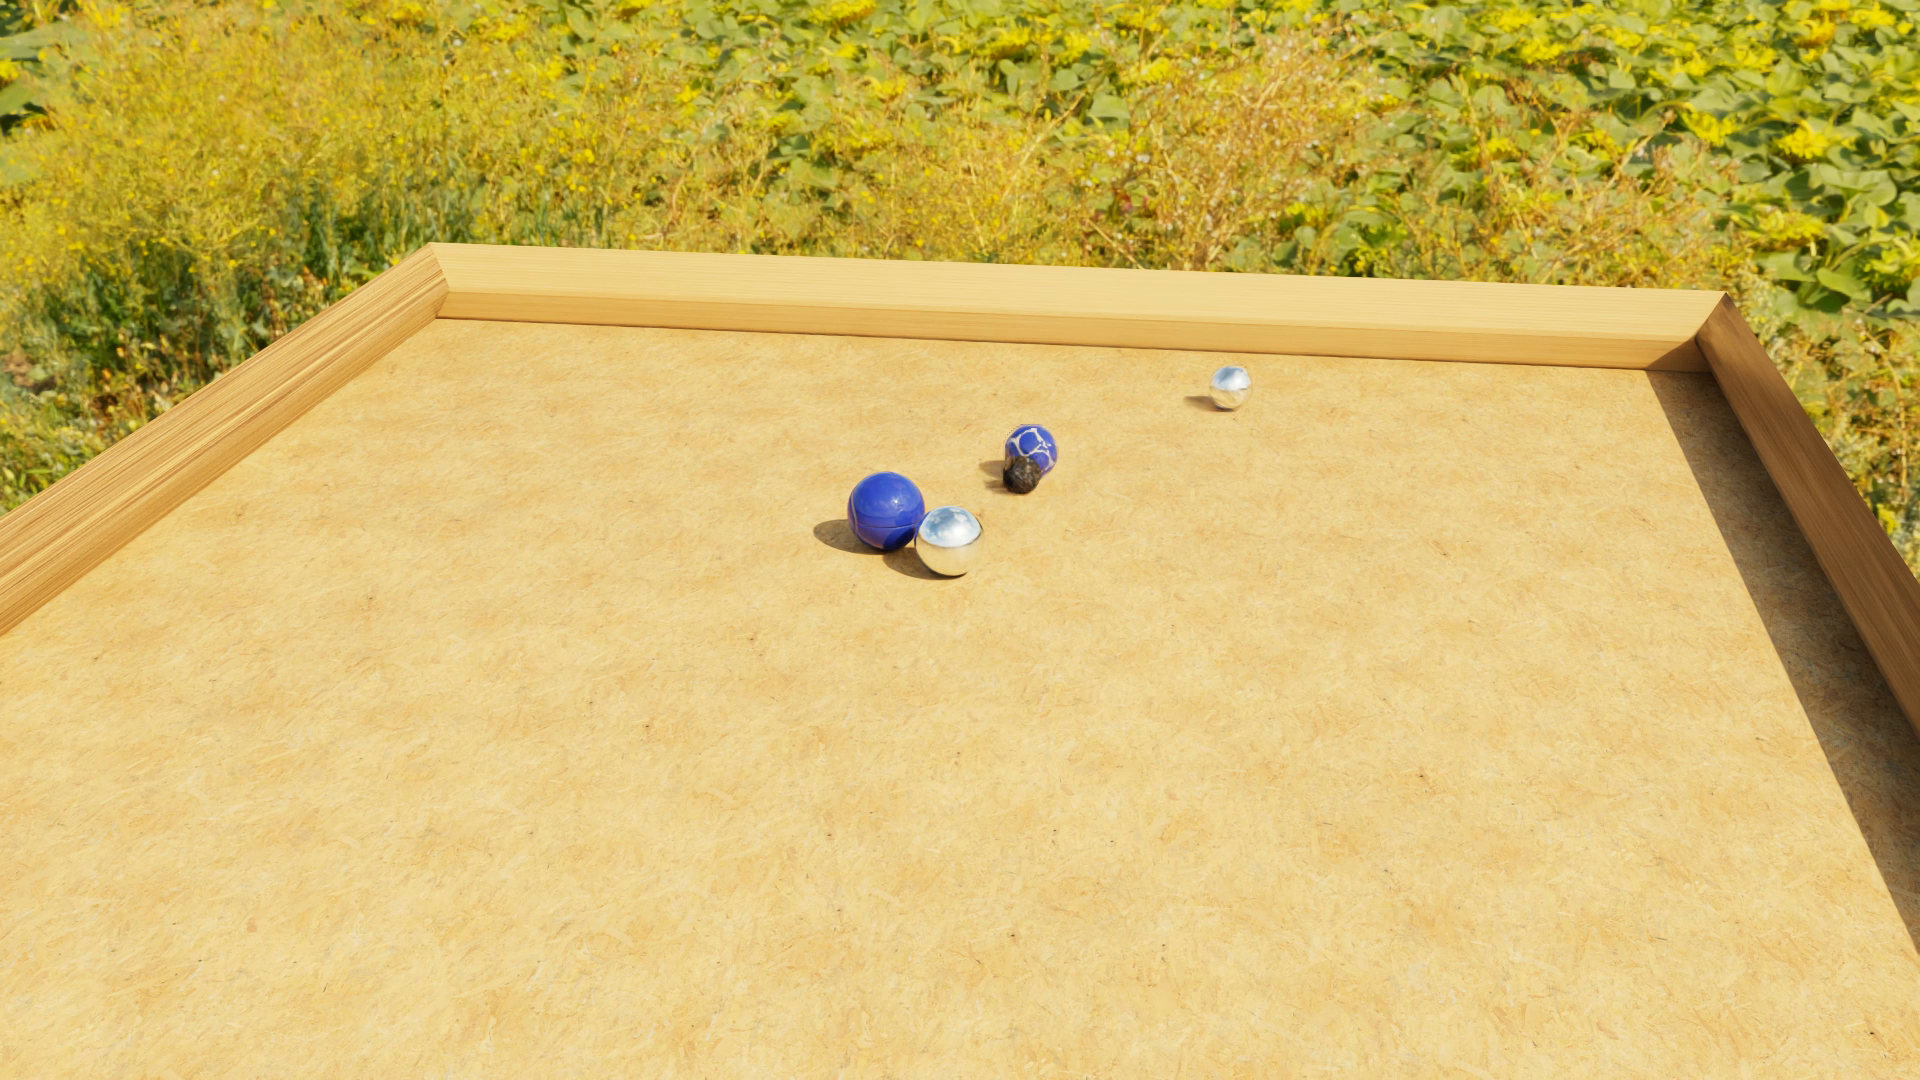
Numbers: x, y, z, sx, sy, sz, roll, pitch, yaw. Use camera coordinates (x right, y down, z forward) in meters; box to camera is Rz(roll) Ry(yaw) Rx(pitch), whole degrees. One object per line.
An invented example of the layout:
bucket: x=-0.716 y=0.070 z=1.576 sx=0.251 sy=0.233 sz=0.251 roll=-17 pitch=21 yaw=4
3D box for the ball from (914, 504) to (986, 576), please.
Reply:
ball: x=-0.012 y=0.001 z=2.490 sx=0.081 sy=0.081 sz=0.081 roll=0 pitch=22 yaw=0

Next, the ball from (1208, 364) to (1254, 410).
ball: x=0.376 y=-0.212 z=3.053 sx=0.063 sy=0.063 sz=0.063 roll=0 pitch=22 yaw=0

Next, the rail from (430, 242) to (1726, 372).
rail: x=0.134 y=-0.349 z=3.320 sx=1.968 sy=0.120 sz=0.045 roll=3 pitch=22 yaw=8

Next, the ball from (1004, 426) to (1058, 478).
ball: x=0.091 y=-0.111 z=2.791 sx=0.069 sy=0.069 sz=0.069 roll=0 pitch=22 yaw=0

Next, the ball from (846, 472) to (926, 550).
ball: x=-0.086 y=-0.034 z=2.562 sx=0.093 sy=0.093 sz=0.093 roll=0 pitch=22 yaw=0

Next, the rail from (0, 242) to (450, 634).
rail: x=-1.088 y=0.259 z=1.779 sx=0.045 sy=0.120 sz=3.689 roll=3 pitch=22 yaw=8

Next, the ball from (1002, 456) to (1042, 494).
ball: x=0.077 y=-0.081 z=2.742 sx=0.048 sy=0.048 sz=0.048 roll=0 pitch=22 yaw=0

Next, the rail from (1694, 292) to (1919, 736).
rail: x=0.812 y=0.364 z=1.512 sx=0.045 sy=0.120 sz=3.689 roll=3 pitch=22 yaw=8
